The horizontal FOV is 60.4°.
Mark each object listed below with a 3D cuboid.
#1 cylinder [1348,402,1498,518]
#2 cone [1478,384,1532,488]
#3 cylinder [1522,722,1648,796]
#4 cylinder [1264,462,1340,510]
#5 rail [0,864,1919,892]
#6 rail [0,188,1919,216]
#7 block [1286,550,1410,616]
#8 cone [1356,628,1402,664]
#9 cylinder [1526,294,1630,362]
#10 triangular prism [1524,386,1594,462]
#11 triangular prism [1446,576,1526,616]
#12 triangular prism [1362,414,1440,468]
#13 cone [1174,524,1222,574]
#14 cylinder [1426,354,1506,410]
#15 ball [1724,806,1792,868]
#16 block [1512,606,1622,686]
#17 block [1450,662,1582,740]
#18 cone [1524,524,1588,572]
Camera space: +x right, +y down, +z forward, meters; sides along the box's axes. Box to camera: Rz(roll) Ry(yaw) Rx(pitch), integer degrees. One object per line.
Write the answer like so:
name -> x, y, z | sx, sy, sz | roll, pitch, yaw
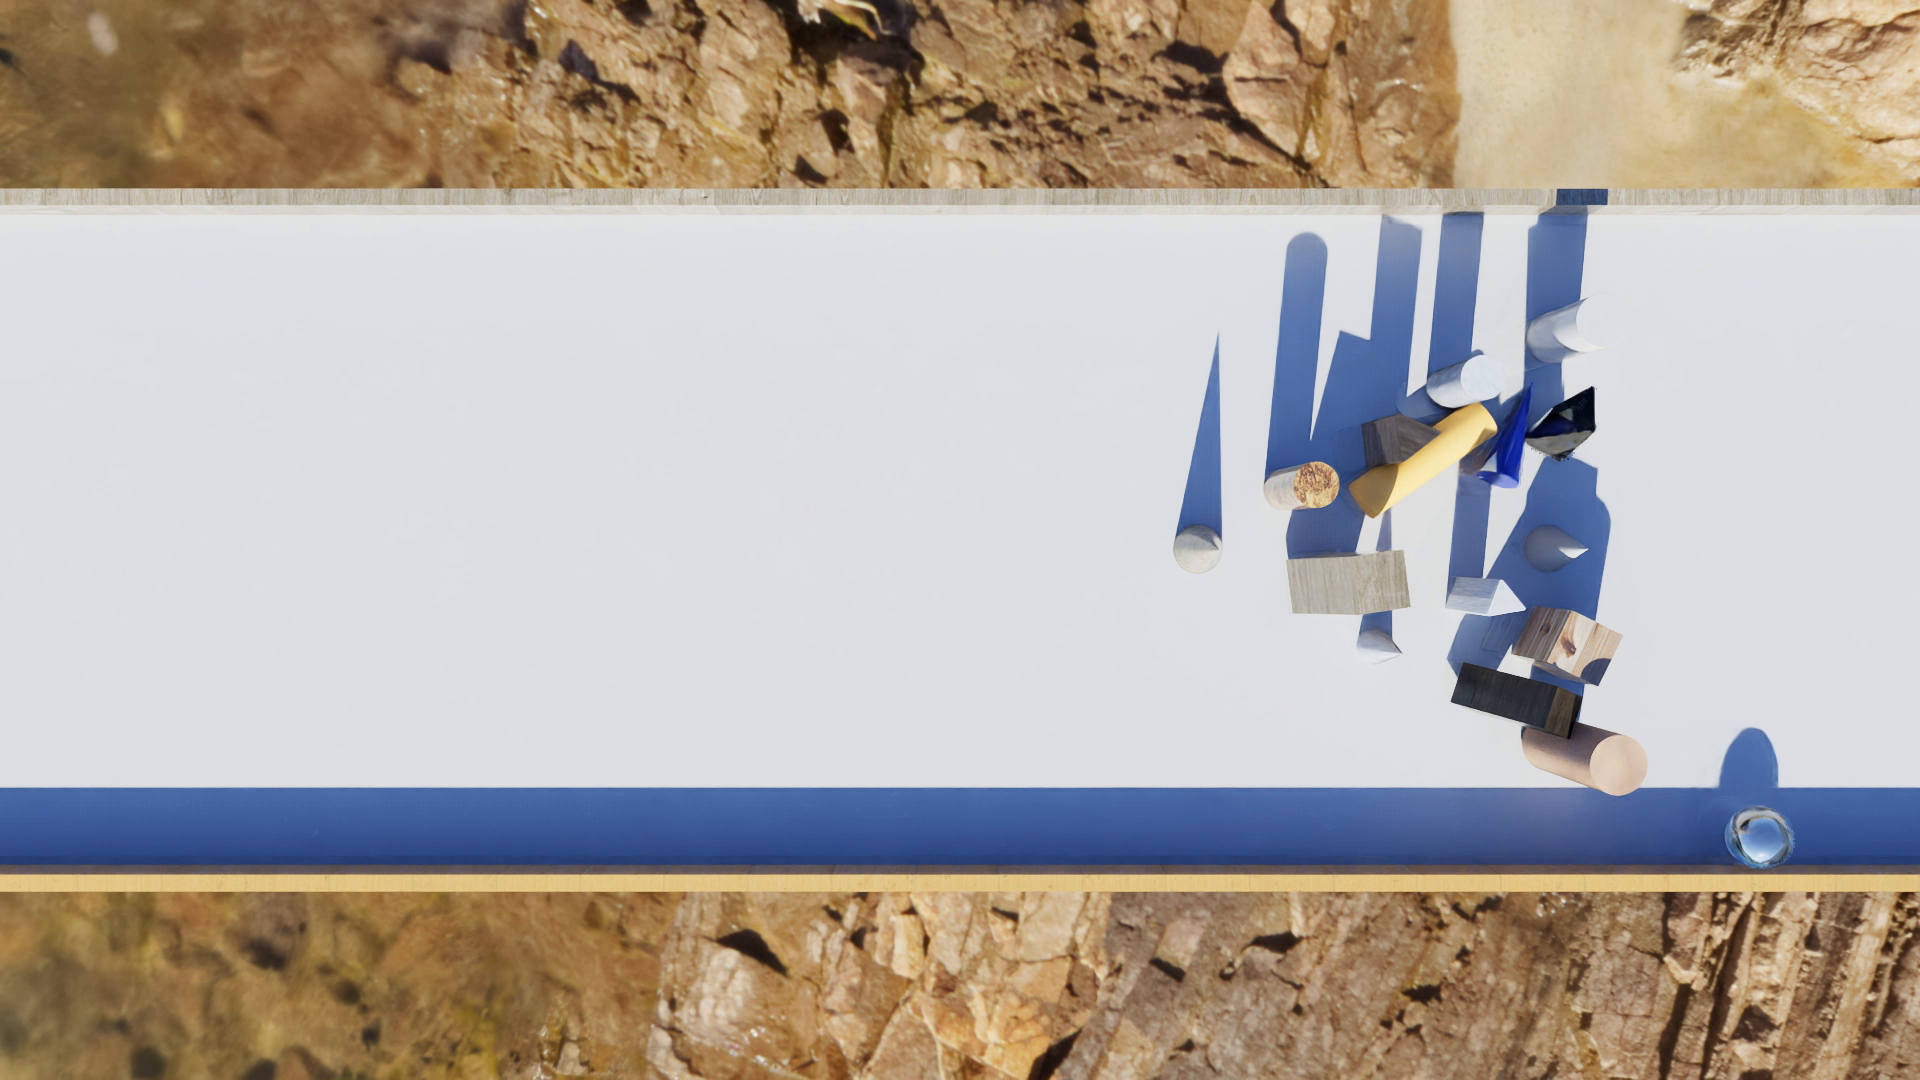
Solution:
cylinder -> 1.406, -0.246, 5.013 | 0.453, 0.127, 0.127 | -35, 90, 0
cone -> 1.698, -0.337, 5.046 | 0.126, 0.126, 0.338 | 23, 79, 0
cylinder -> 1.831, 0.628, 4.853 | 0.172, 0.430, 0.172 | 0, 92, -6
cylinder -> 0.998, -0.155, 4.849 | 0.130, 0.456, 0.130 | 0, 90, 0
rail -> -2.247, 1.025, 5.001 | 12.000, 0.150, 0.050 | 0, 90, 0
rail -> -2.247, -1.025, 5.002 | 12.000, 0.150, 0.050 | 0, 90, 0
block -> 1.138, 0.125, 4.860 | 0.165, 0.404, 0.165 | -7, 90, -16
cone -> 1.276, 0.328, 4.911 | 0.111, 0.332, 0.111 | 0, 90, 0
cylinder -> 1.820, -0.622, 4.871 | 0.154, 0.411, 0.154 | 0, 90, 0
triangular prism -> 1.798, -0.356, 4.889 | 0.134, 0.369, 0.116 | 31, 84, 10
triangular prism -> 1.541, 0.158, 4.874 | 0.109, 0.406, 0.094 | -9, 90, 0
triangular prism -> 1.273, -0.311, 4.874 | 0.136, 0.404, 0.117 | -38, 90, 0
cone -> 0.732, 0.028, 4.864 | 0.152, 0.425, 0.152 | 0, 90, 0
cylinder -> 1.498, -0.465, 4.898 | 0.129, 0.356, 0.129 | 0, 90, 0
ball -> 2.413, 0.899, 4.984 | 0.185, 0.185, 0.185 | 0, 90, 0
block -> 1.807, 0.314, 4.922 | 0.165, 0.310, 0.165 | 26, 90, 0
block -> 1.648, 0.475, 4.896 | 0.129, 0.340, 0.129 | 22, 86, -34
cone -> 1.809, 0.026, 4.913 | 0.146, 0.327, 0.146 | 0, 90, 0
